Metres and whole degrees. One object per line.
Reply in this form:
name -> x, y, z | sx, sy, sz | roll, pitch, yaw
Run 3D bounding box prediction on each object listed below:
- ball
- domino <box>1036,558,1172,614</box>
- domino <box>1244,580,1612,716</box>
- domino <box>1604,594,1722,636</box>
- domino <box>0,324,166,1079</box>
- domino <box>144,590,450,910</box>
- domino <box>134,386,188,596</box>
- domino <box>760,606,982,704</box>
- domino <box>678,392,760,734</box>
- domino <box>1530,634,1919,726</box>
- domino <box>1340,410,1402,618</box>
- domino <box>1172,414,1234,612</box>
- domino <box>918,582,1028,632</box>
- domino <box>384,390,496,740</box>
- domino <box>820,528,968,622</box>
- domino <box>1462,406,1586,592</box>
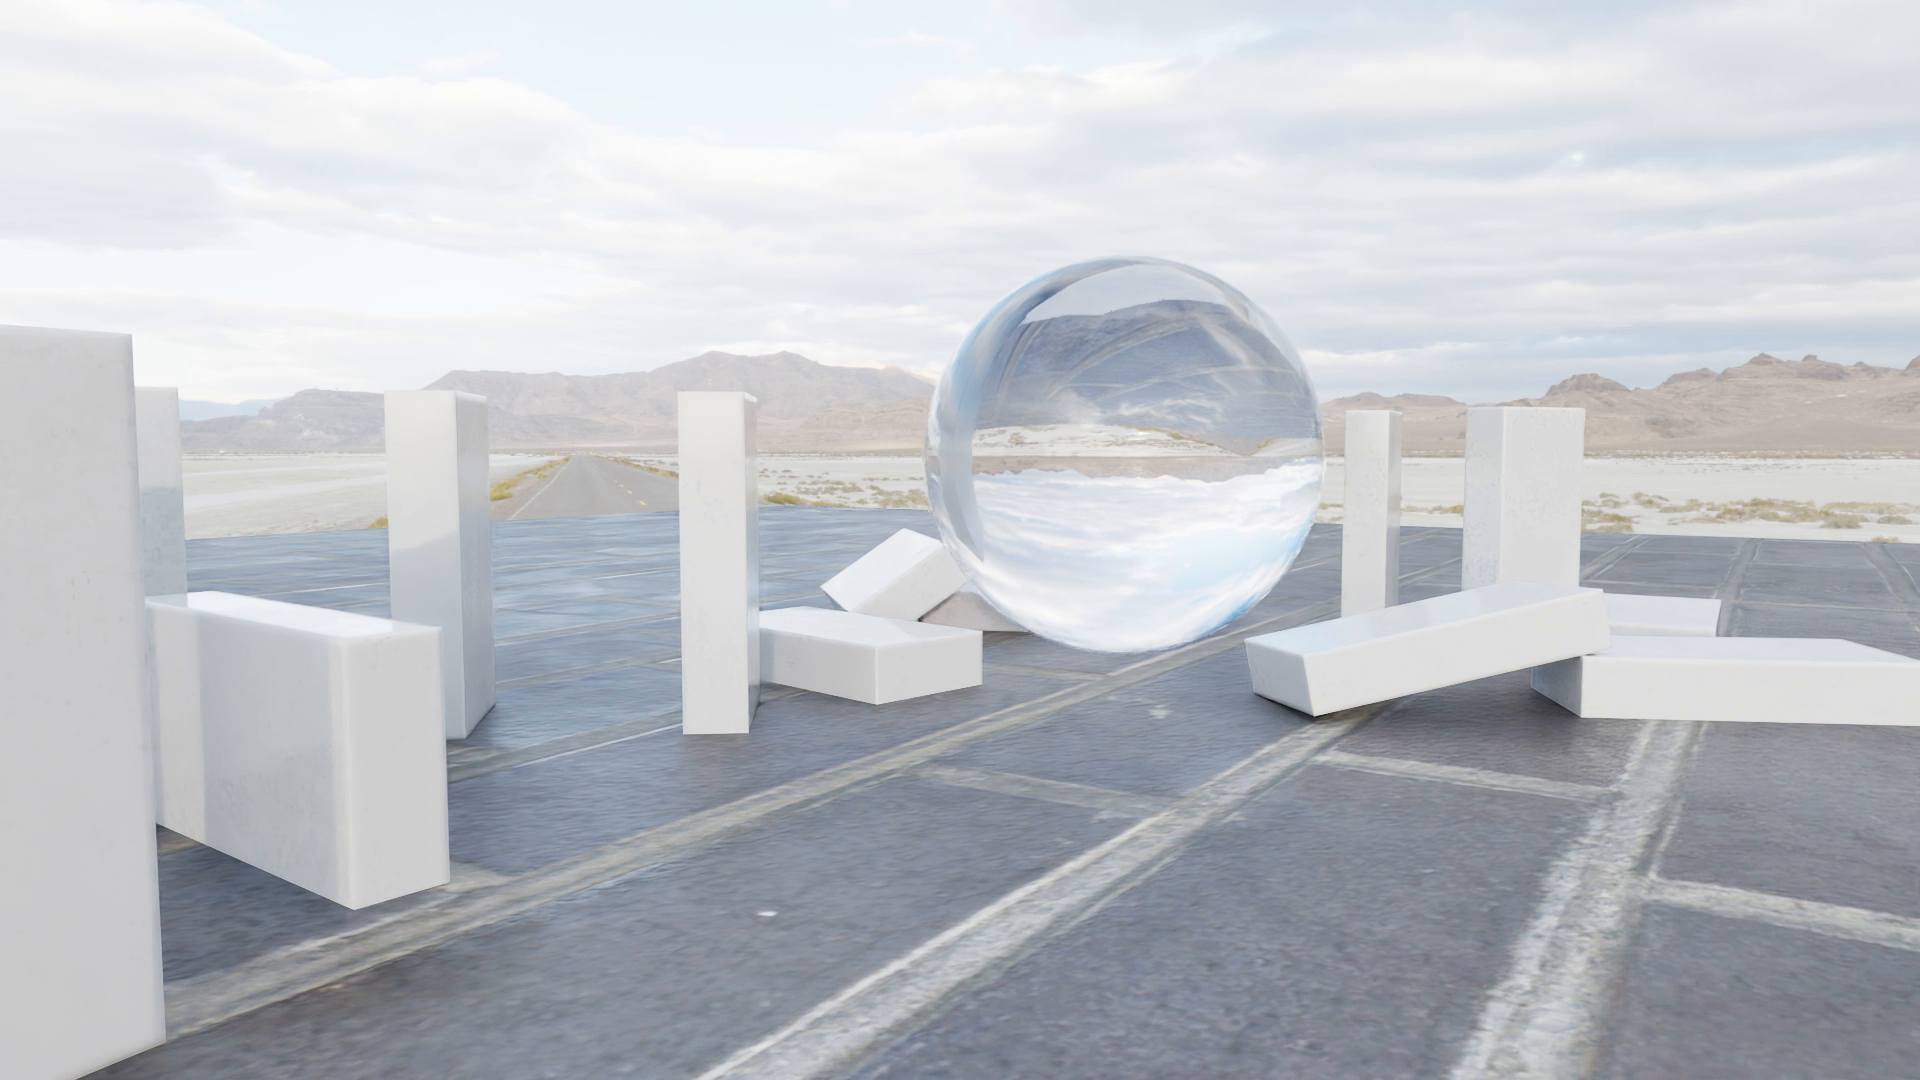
ball -> 0.033, -0.017, 0.260 | 0.080, 0.080, 0.080 | 0, 4, 0
domino -> 0.042, 0.012, 0.347 | 0.025, 0.010, 0.050 | 4, 6, 44
domino -> 0.075, 0.017, 0.210 | 0.050, 0.009, 0.025 | -11, 3, -8
domino -> 0.138, 0.018, 0.258 | 0.025, 0.010, 0.050 | 3, 5, 32
domino -> -0.066, 0.012, 0.081 | 0.010, 0.050, 0.025 | 2, 5, 27
domino -> -0.072, 0.020, 0.135 | 0.050, 0.025, 0.010 | 3, 5, 38
domino -> -0.116, 0.004, 0.178 | 0.010, 0.050, 0.025 | -4, 6, -43
domino -> -0.023, 0.020, 0.236 | 0.050, 0.009, 0.025 | 4, 6, 44
domino -> -0.037, 0.003, 0.199 | 0.010, 0.050, 0.025 | 0, 4, -5
domino -> 0.123, 0.022, 0.209 | 0.050, 0.009, 0.025 | 1, 4, 7
domino -> 0.097, -0.005, 0.301 | 0.010, 0.050, 0.025 | 2, 5, 25
domino -> 0.064, -0.008, 0.335 | 0.010, 0.050, 0.025 | 2, 5, 25
domino -> 0.007, 0.009, 0.314 | 0.025, 0.010, 0.050 | 1, 17, 10
domino -> -0.078, 0.003, 0.195 | 0.010, 0.050, 0.025 | -1, 4, -10
domino -> -0.016, 0.010, 0.291 | 0.025, 0.010, 0.050 | -35, 11, -8
domino -> 0.119, -0.003, 0.270 | 0.025, 0.050, 0.010 | -2, 5, -29
